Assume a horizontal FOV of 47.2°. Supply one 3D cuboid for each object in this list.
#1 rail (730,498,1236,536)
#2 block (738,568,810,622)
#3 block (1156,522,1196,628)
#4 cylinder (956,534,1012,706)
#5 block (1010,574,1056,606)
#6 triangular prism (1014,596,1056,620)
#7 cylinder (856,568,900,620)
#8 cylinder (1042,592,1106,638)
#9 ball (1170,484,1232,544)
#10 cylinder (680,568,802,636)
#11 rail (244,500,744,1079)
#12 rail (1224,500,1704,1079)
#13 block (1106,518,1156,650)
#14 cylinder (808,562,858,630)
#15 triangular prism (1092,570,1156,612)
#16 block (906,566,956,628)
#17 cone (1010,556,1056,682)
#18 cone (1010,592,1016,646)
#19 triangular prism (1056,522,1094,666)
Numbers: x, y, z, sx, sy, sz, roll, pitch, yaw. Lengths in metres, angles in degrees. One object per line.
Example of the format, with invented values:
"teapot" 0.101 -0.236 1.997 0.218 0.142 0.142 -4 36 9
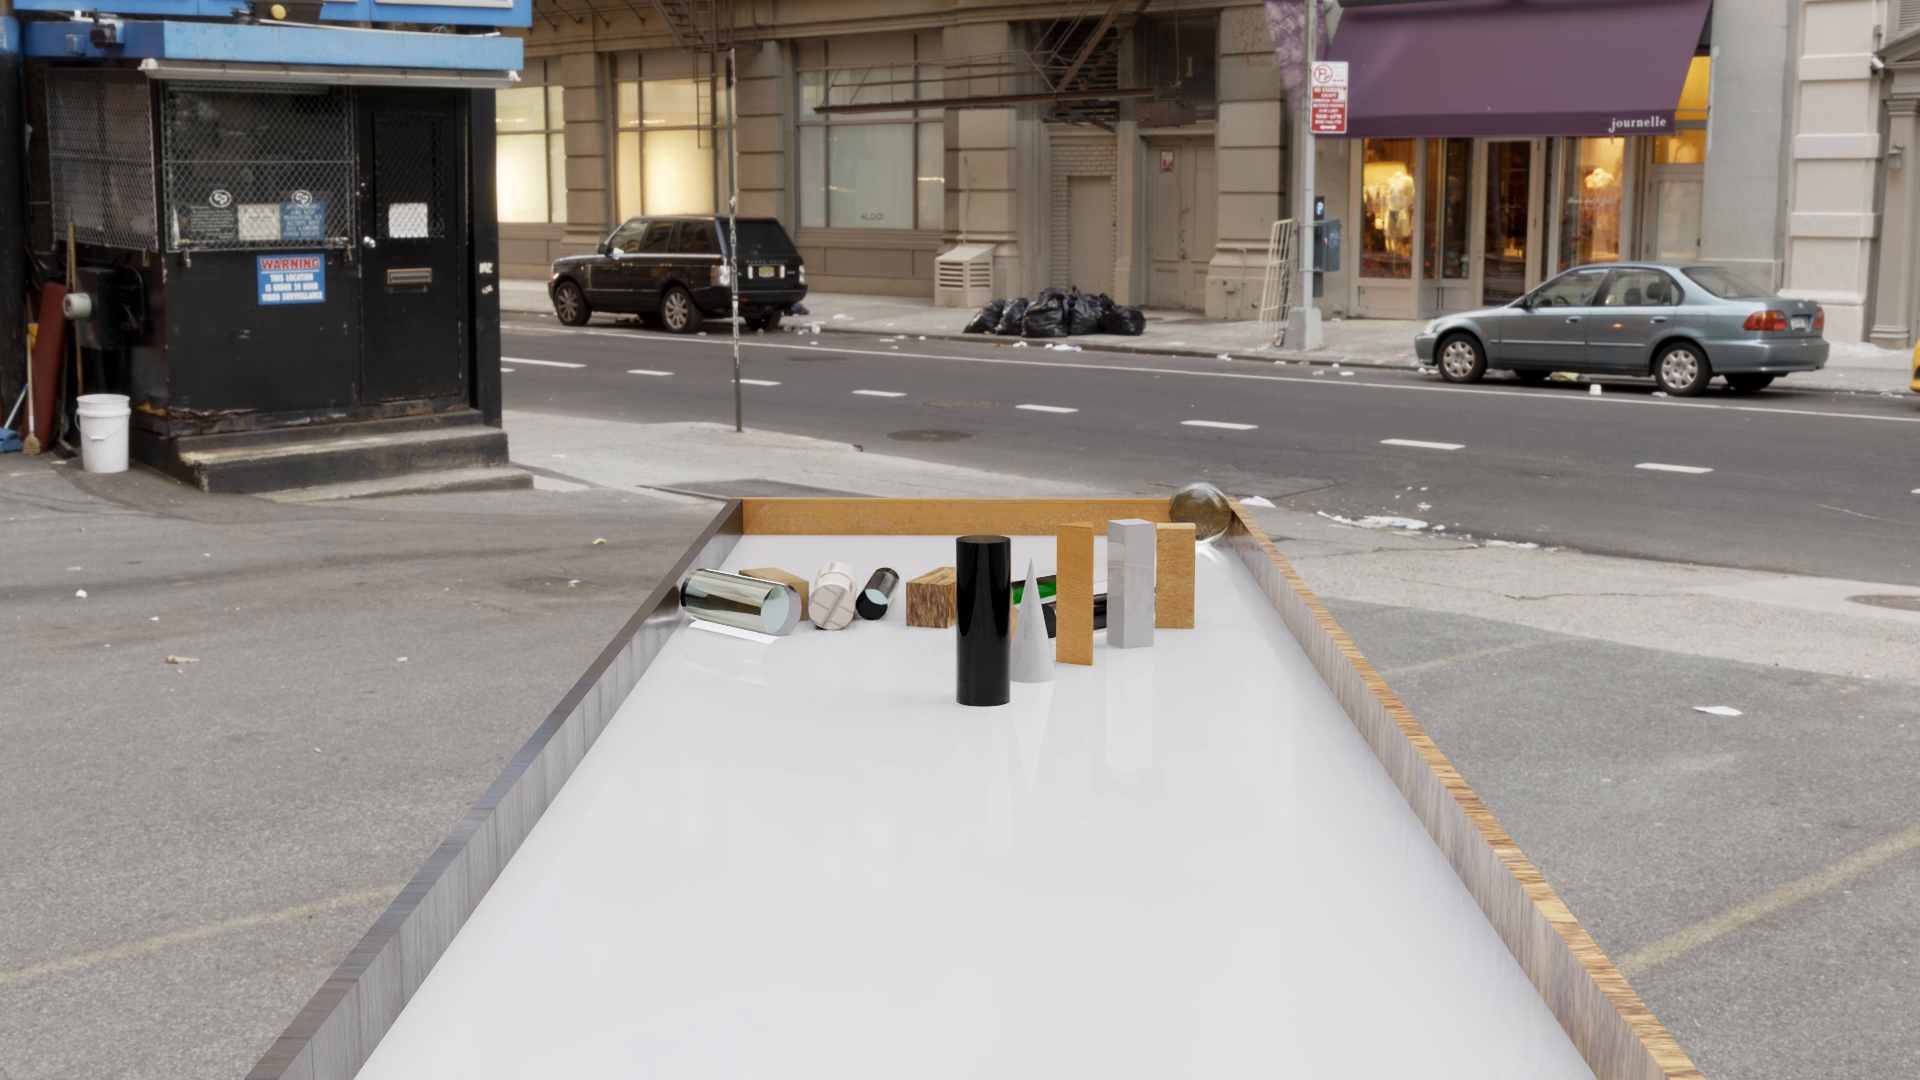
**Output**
"rail" 0.099 -0.098 9.147 2.100 0.150 0.050 0 9 1
"block" -0.629 0.185 7.420 0.132 0.132 0.311 -4 10 -26
"block" 0.707 0.117 7.220 0.127 0.330 0.127 1 9 5
"cylinder" 0.065 0.224 6.133 0.154 0.459 0.154 0 9 0
"block" 0.227 0.198 7.425 0.375 0.106 0.106 -8 12 -42
"triangular prism" 0.269 0.222 7.242 0.075 0.087 0.418 -40 -18 35
"cylinder" -0.279 0.182 7.522 0.107 0.107 0.431 1 9 4
"cylinder" 0.432 0.236 7.152 0.433 0.114 0.114 -8 12 -41
"ball" 0.971 -0.105 8.882 0.248 0.248 0.248 0 9 0
"cylinder" -0.718 0.203 7.184 0.171 0.171 0.418 -9 13 -44
"rail" -1.004 0.839 3.234 0.050 0.150 12.000 0 9 1
"rail" 1.046 0.843 3.208 0.050 0.150 12.000 0 9 1
"block" 0.536 0.136 6.901 0.108 0.391 0.108 -4 10 -26
"cylinder" -0.421 0.184 7.360 0.151 0.151 0.434 0 9 -1
"triangular prism" 0.554 0.184 7.435 0.142 0.123 0.448 9 13 42
"block" -0.051 0.190 7.348 0.145 0.145 0.332 3 10 20
"cone" 0.207 0.225 6.436 0.153 0.361 0.153 0 9 0
"cone" 0.128 0.158 6.908 0.127 0.336 0.127 -1 4 0
"triangular prism" 0.369 0.159 6.661 0.121 0.421 0.105 5 10 28
